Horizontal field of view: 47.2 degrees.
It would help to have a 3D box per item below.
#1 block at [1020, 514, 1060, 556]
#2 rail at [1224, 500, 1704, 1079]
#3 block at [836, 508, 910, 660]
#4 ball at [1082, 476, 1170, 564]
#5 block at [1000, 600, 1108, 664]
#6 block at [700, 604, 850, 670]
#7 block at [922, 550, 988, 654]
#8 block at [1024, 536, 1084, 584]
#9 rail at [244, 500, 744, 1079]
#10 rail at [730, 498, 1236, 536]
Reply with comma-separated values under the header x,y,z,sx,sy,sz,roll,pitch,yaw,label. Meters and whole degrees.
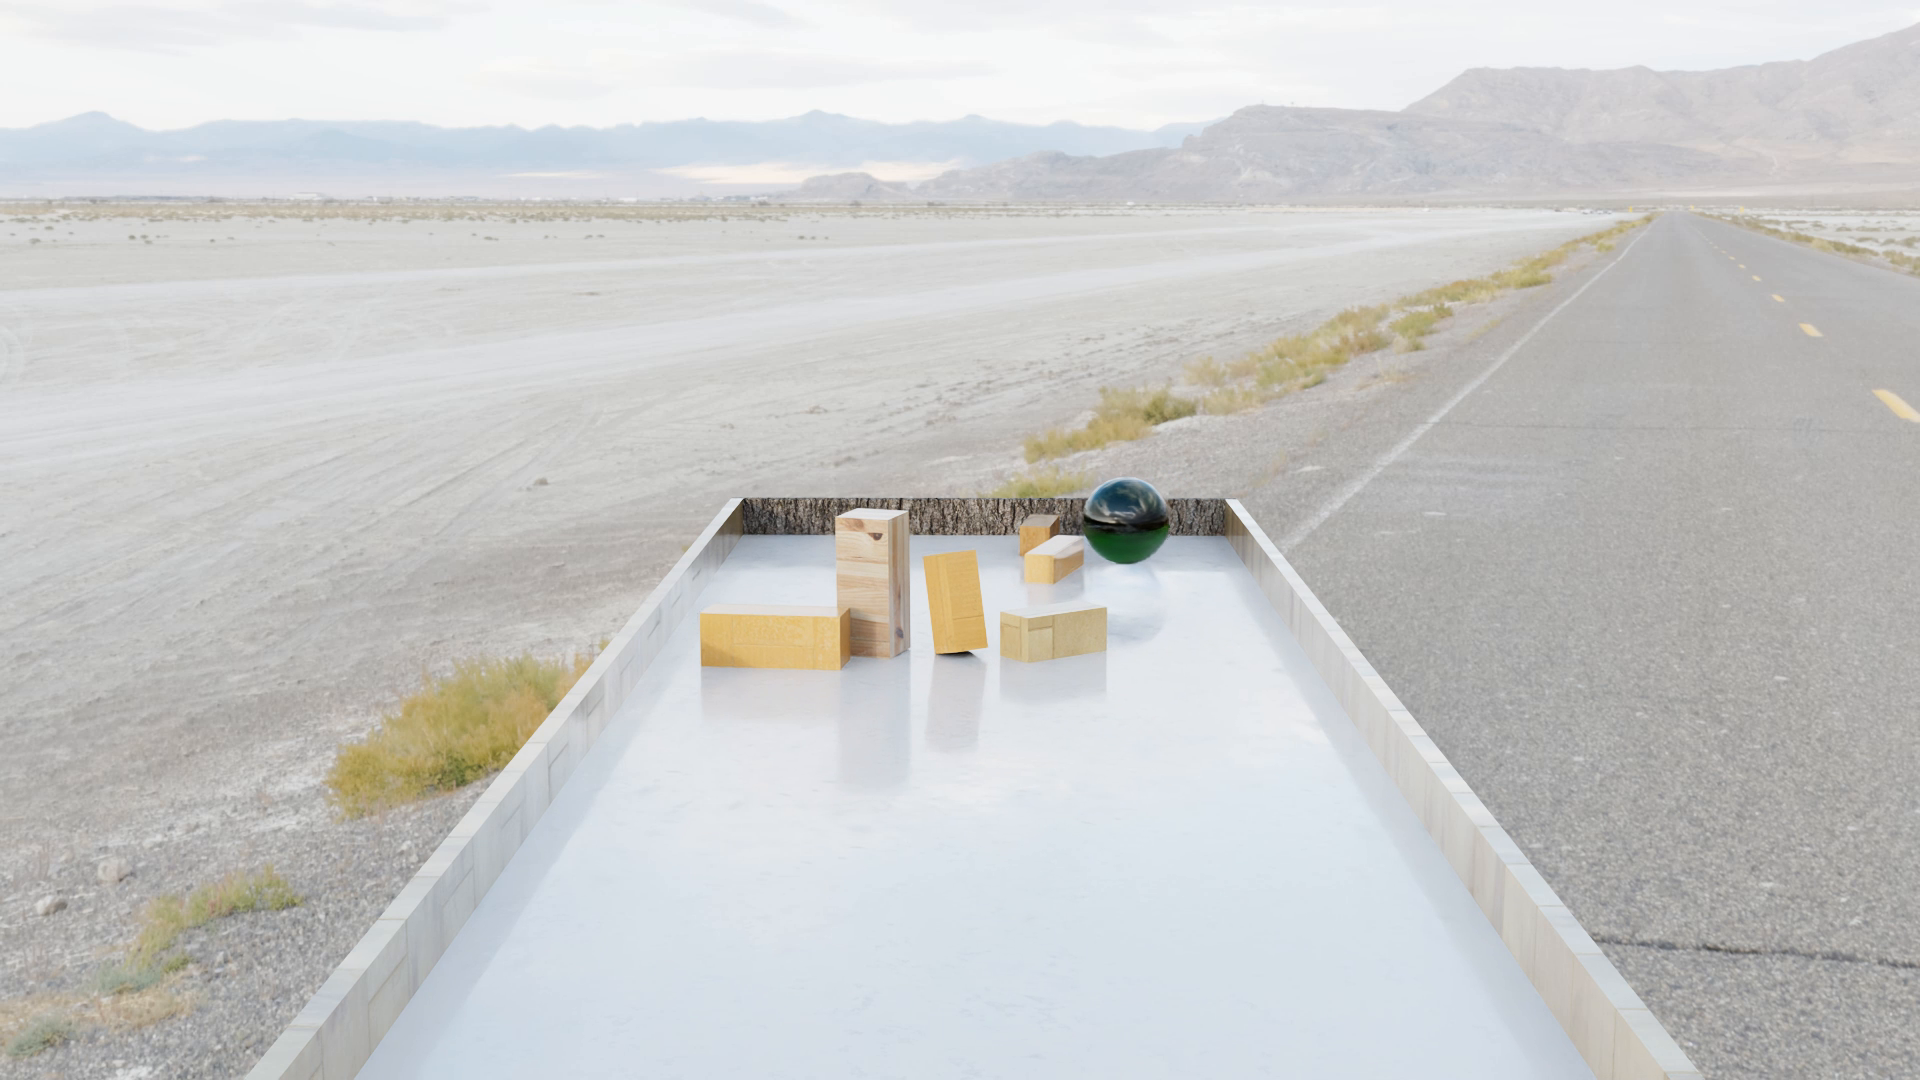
x,y,z,sx,sy,sz,roll,pitch,yaw,label
0.318,-0.019,8.753,0.118,0.118,0.324,1,9,9,block
1.046,0.843,3.208,0.050,0.150,12.000,0,9,1,rail
-0.267,0.133,6.781,0.173,0.432,0.173,3,11,20,block
0.636,-0.075,8.416,0.334,0.334,0.334,0,9,0,ball
0.290,0.281,6.792,0.313,0.138,0.138,-7,11,-36,block
-0.557,0.292,6.650,0.427,0.163,0.163,1,9,8,block
-0.014,0.191,6.778,0.118,0.303,0.118,-6,-1,-35,block
0.355,0.072,8.212,0.108,0.108,0.458,3,9,17,block
-1.004,0.839,3.234,0.050,0.150,12.000,0,9,1,rail
0.099,-0.098,9.147,2.100,0.150,0.050,0,9,1,rail
